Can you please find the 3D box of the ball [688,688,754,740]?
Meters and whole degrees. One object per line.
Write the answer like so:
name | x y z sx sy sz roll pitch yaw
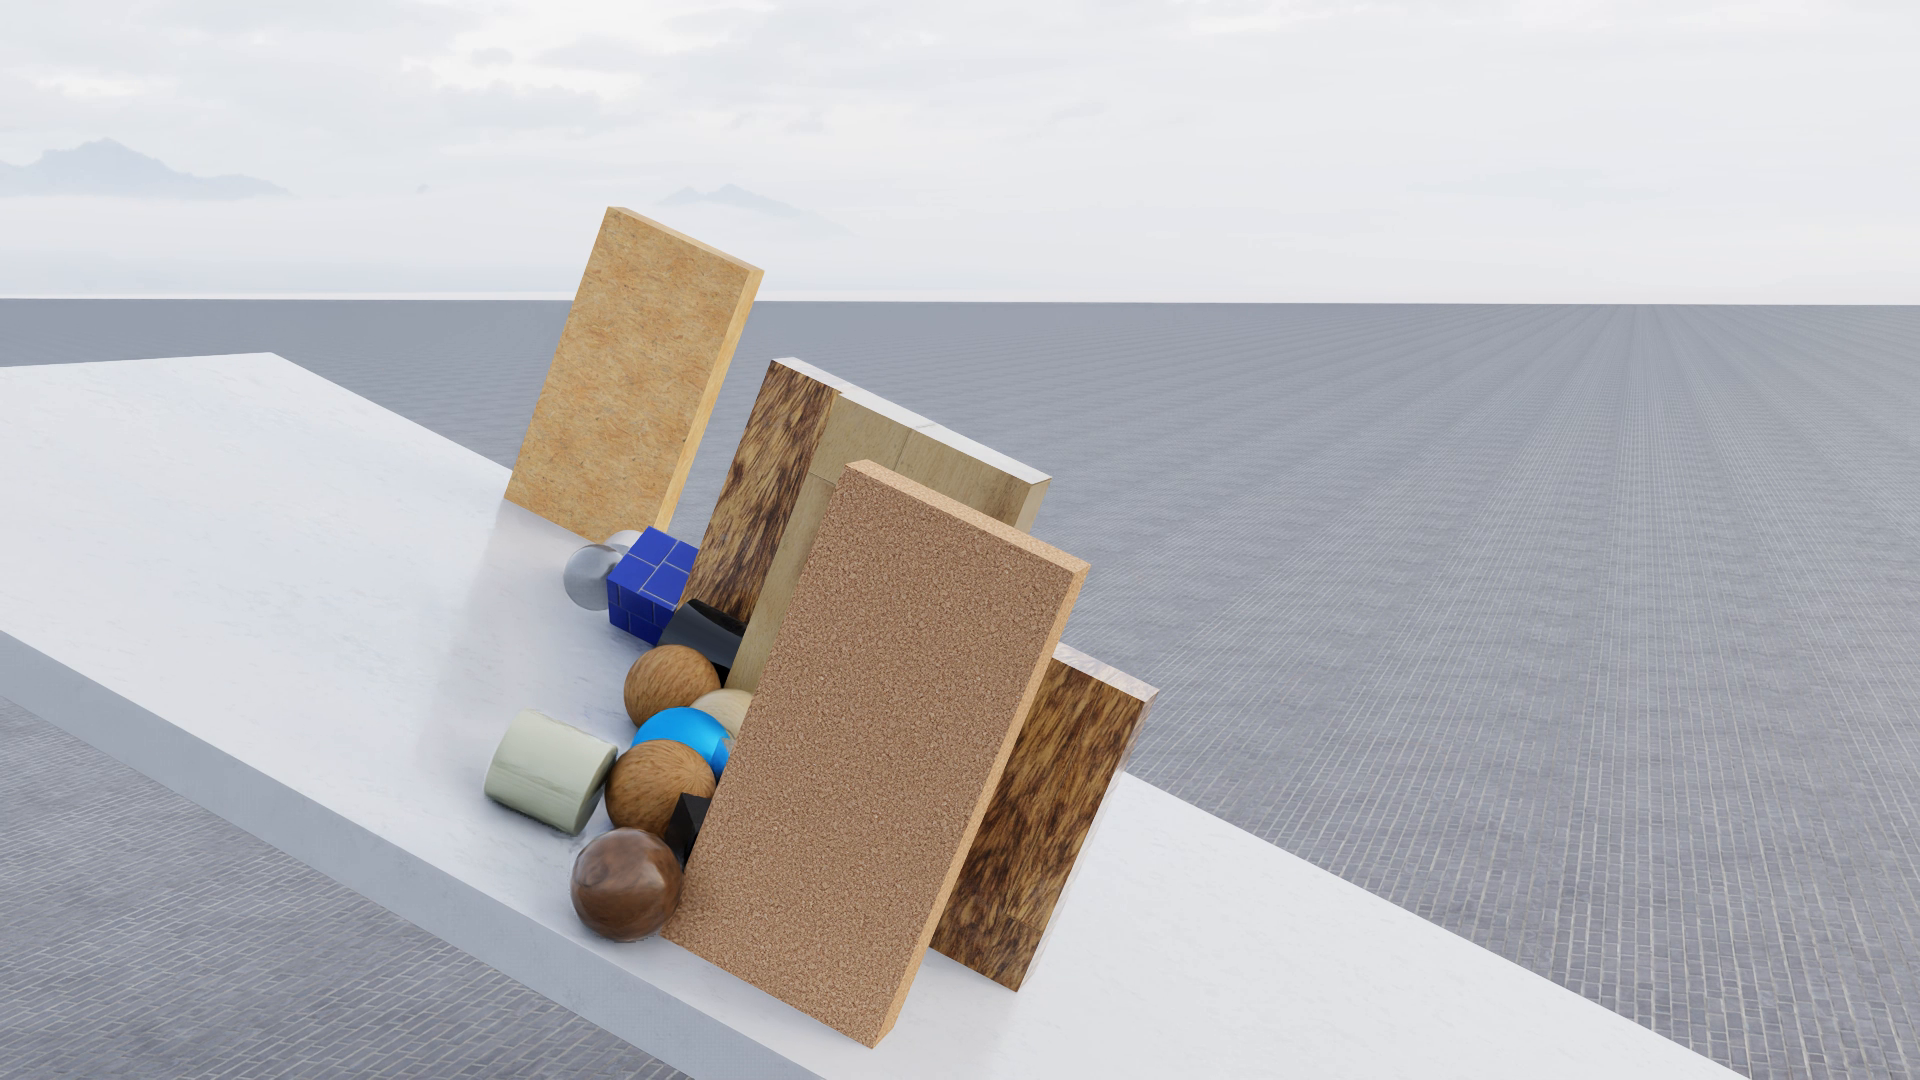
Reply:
ball | -0.420 0.361 3.982 0.185 0.185 0.185 0 7 0

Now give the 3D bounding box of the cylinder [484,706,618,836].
cylinder | -0.664 0.376 3.575 0.159 0.159 0.159 23 9 4

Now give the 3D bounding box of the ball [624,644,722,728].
ball | -0.536 0.285 4.102 0.182 0.182 0.182 0 7 0

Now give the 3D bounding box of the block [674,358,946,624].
block | -0.326 0.014 4.437 0.349 0.677 0.121 25 13 13

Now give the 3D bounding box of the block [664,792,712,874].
block | -0.391 0.513 3.509 0.143 0.143 0.143 17 14 -22

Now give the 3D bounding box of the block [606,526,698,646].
block | -0.621 0.106 4.585 0.161 0.161 0.161 25 54 13

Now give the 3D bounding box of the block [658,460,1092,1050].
block | -0.135 0.319 3.271 0.373 0.789 0.097 25 13 13

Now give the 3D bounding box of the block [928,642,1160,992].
block | 0.067 0.432 3.691 0.333 0.547 0.112 25 13 13

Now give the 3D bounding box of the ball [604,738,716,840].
ball | -0.493 0.420 3.625 0.184 0.184 0.184 0 7 0

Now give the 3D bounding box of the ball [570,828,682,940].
ball | -0.497 0.513 3.278 0.167 0.167 0.167 0 7 0

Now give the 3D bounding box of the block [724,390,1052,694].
block | -0.160 0.137 4.104 0.397 0.726 0.144 25 13 13

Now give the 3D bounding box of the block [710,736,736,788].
block | -0.332 0.470 3.696 0.182 0.182 0.182 17 14 -24

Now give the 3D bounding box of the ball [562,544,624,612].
ball | -0.766 0.079 4.641 0.142 0.142 0.142 0 7 0

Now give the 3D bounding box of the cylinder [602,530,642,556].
cylinder | -0.731 0.061 4.779 0.139 0.139 0.139 0 12 4

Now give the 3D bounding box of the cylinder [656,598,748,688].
cylinder | -0.482 0.242 4.348 0.190 0.190 0.190 25 13 13

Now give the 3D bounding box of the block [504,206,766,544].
block | -0.758 -0.356 5.088 0.376 0.733 0.091 25 13 13

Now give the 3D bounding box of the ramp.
ramp | -0.296 0.519 4.188 4.000 0.100 2.000 25 13 13

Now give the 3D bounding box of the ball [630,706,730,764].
ball | -0.482 0.380 3.811 0.181 0.181 0.181 0 7 0
